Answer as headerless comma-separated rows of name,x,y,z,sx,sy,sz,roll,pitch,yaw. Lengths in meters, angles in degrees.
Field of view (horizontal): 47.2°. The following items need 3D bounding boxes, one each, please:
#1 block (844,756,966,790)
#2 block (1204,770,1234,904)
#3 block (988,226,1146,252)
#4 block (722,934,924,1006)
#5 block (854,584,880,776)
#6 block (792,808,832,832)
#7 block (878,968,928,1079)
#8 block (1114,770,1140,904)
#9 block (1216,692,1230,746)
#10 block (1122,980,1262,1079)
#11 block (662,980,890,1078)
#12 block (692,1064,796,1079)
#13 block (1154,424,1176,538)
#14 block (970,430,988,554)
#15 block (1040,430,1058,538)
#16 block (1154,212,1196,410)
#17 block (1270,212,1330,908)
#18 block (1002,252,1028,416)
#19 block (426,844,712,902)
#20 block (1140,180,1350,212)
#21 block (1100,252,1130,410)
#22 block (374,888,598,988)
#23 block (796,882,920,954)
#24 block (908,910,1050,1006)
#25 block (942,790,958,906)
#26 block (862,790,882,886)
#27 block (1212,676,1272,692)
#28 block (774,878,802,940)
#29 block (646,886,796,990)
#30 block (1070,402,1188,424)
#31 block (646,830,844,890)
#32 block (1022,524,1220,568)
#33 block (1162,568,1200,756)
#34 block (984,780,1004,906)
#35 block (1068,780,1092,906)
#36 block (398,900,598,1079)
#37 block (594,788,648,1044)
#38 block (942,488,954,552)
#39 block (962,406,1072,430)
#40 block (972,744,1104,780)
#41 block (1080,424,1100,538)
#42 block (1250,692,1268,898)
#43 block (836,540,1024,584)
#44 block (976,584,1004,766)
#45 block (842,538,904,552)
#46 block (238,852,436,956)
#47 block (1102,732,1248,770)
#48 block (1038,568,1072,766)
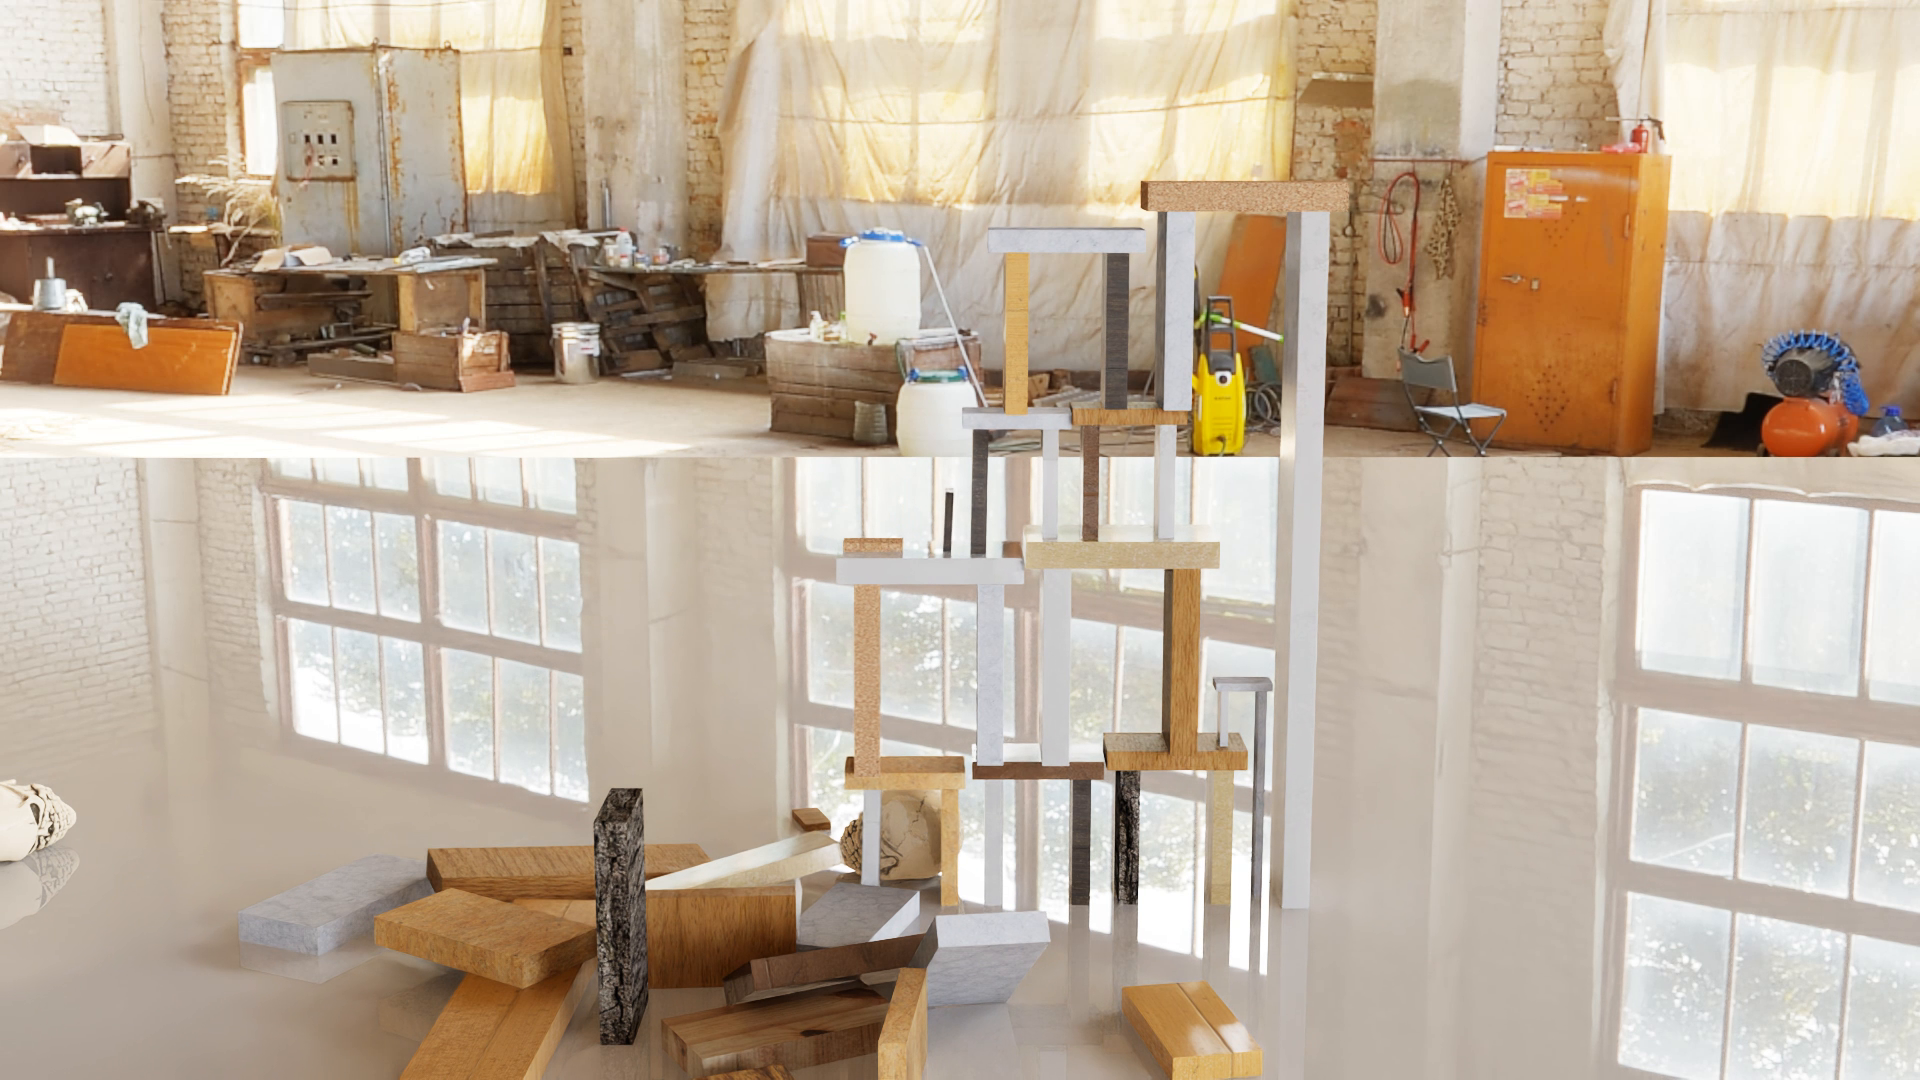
block,-0.090,0.383,3.624,0.197,0.028,0.099,0,11,-1
block,0.430,0.477,3.653,0.032,0.229,0.114,0,11,0
block,0.166,-0.474,3.474,0.245,0.035,0.122,0,11,0
block,-0.176,0.622,3.189,0.305,0.043,0.153,-5,-18,-23
block,-0.151,0.213,3.594,0.042,0.317,0.149,0,11,-2
block,-0.273,0.514,4.043,0.048,0.014,0.096,-4,11,-19
block,-0.074,0.670,2.893,0.036,0.126,0.252,1,11,5
block,0.277,0.477,3.653,0.032,0.229,0.114,0,10,0
block,0.432,0.288,3.612,0.013,0.093,0.046,0,11,0
block,0.321,0.683,3.069,0.126,0.036,0.252,-2,11,-11
block,-0.243,0.683,3.050,0.305,0.043,0.153,-6,12,-28
block,-0.245,0.742,2.728,0.155,0.044,0.311,-4,11,-23
block,0.329,-0.101,3.537,0.026,0.182,0.091,0,11,0
block,0.031,-0.085,3.546,0.025,0.201,0.087,1,11,-1
block,0.144,-0.097,3.541,0.025,0.174,0.087,0,11,0
block,0.341,-0.369,3.497,0.044,0.309,0.154,0,11,-1
block,0.549,0.034,3.571,0.044,1.129,0.154,0,11,0
block,0.088,-0.333,3.501,0.035,0.254,0.122,0,11,-1
block,-0.638,0.550,3.636,0.456,0.044,0.155,2,9,-22
block,0.445,-0.542,3.464,0.309,0.044,0.154,0,11,0
block,0.246,-0.337,3.499,0.035,0.245,0.122,0,11,0
block,-0.709,0.592,3.288,0.310,0.044,0.155,7,13,34
block,-0.176,0.609,3.460,0.140,0.040,0.281,3,11,18
block,0.017,0.588,3.073,0.153,0.043,0.305,-1,-27,-12
block,-0.017,0.495,3.643,0.028,0.197,0.099,0,11,-1
block,-0.146,0.493,3.648,0.028,0.197,0.099,2,11,0
block,0.463,0.236,3.602,0.093,0.013,0.046,0,11,0
block,-0.324,0.584,3.459,0.140,0.040,0.281,-12,7,-2
block,-0.384,0.592,3.273,0.281,0.140,0.040,-1,11,-4
block,0.269,-0.203,3.518,0.182,0.026,0.091,0,11,0
block,-0.366,0.543,3.554,0.336,0.036,0.126,-14,7,-21
block,0.258,0.010,3.557,0.308,0.044,0.154,0,11,0
block,0.360,0.183,3.589,0.044,0.308,0.154,0,11,0
block,0.056,0.485,3.647,0.030,0.214,0.107,0,11,0
block,0.199,0.485,3.647,0.030,0.214,0.107,0,11,0
block,-0.644,0.713,2.883,0.161,0.046,1.279,0,11,1
block,-0.478,0.530,3.111,0.046,0.322,0.161,0,11,0
block,-0.019,-0.034,3.558,0.014,0.096,0.048,3,10,-1
block,0.090,-0.195,3.524,0.174,0.025,0.087,0,11,0
block,0.127,0.365,3.625,0.214,0.030,0.107,0,11,0
block,0.208,-0.101,3.536,0.026,0.182,0.091,0,11,0
block,0.494,0.416,3.636,0.013,0.354,0.046,0,11,0
block,-0.049,0.036,3.563,0.298,0.042,0.149,0,11,-1
block,0.049,0.204,3.594,0.042,0.298,0.149,0,11,0
block,-0.141,0.007,3.562,0.096,0.014,0.048,0,11,0
block,-0.992,0.586,3.563,0.161,0.046,0.322,5,12,25
block,0.353,0.348,3.629,0.229,0.032,0.114,0,11,0
block,0.154,0.191,3.590,0.044,0.324,0.154,0,11,0
